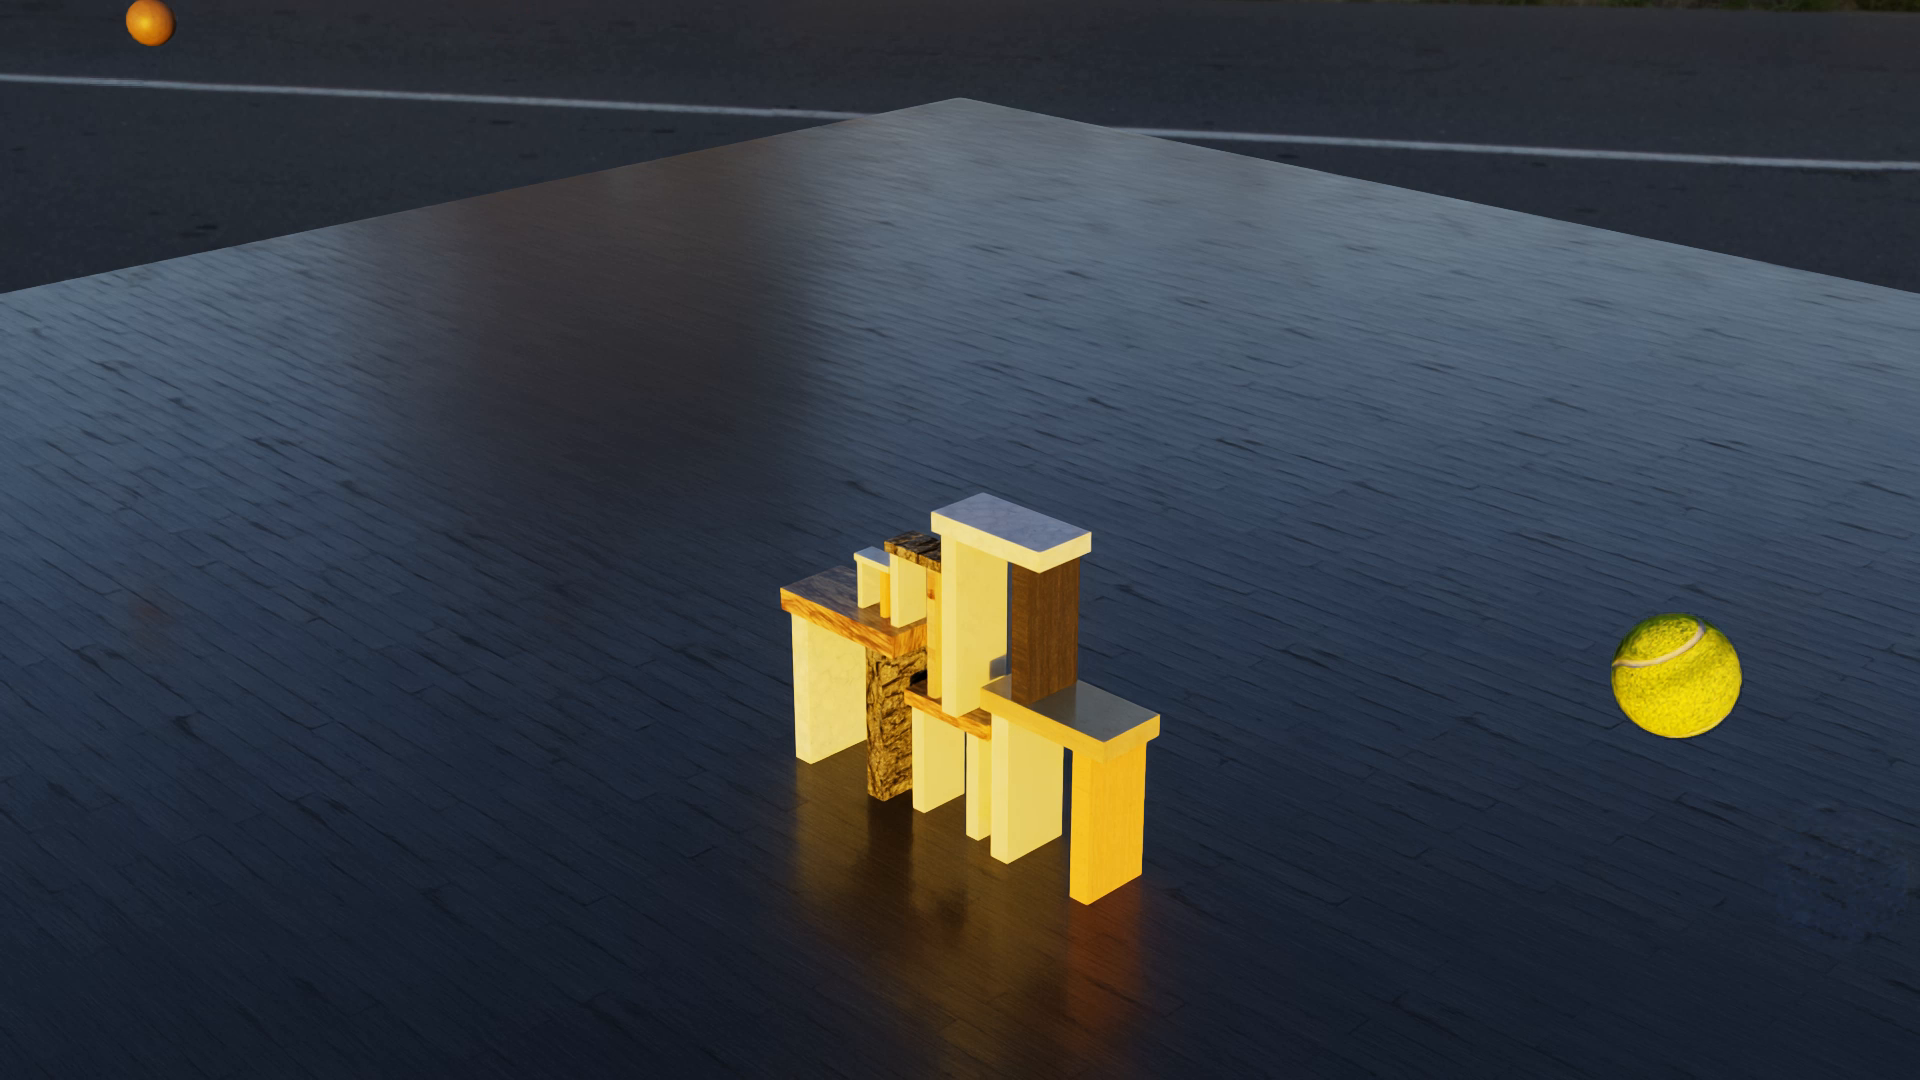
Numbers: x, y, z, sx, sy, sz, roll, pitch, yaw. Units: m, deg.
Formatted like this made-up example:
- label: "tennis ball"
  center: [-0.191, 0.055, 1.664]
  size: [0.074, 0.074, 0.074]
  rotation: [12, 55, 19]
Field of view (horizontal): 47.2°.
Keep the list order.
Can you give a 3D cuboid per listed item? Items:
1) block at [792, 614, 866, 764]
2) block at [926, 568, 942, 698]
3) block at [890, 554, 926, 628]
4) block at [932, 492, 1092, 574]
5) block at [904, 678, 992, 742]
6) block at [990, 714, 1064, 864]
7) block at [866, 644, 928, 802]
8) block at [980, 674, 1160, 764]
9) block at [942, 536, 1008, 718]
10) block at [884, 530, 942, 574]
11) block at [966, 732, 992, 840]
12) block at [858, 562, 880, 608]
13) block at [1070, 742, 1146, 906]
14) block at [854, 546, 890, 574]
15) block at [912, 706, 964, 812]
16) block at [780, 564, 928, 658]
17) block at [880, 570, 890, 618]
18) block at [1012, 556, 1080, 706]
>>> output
- label: "block"
  center: [-0.272, 0.289, 4.649]
  size: [0.048, 0.336, 0.168]
  rotation: [21, 31, 41]
- label: "block"
  center: [-0.029, 0.174, 4.325]
  size: [0.022, 0.276, 0.078]
  rotation: [21, 31, 41]
- label: "block"
  center: [-0.102, 0.090, 4.369]
  size: [0.022, 0.156, 0.078]
  rotation: [21, 31, 41]
- label: "block"
  center: [0.094, -0.016, 4.116]
  size: [0.280, 0.040, 0.140]
  rotation: [21, 31, 41]
- label: "block"
  center: [0.011, 0.327, 4.358]
  size: [0.230, 0.033, 0.115]
  rotation: [21, 31, 41]
- label: "block"
  center: [0.131, 0.458, 4.280]
  size: [0.044, 0.313, 0.157]
  rotation: [21, 31, 41]
- label: "block"
  center: [-0.114, 0.351, 4.503]
  size: [0.048, 0.336, 0.168]
  rotation: [21, 31, 41]
- label: "block"
  center: [0.205, 0.323, 4.142]
  size: [0.313, 0.044, 0.157]
  rotation: [21, 31, 41]
- label: "block"
  center: [0.028, 0.149, 4.257]
  size: [0.040, 0.374, 0.140]
  rotation: [21, 31, 41]
- label: "block"
  center: [-0.065, 0.022, 4.300]
  size: [0.156, 0.022, 0.078]
  rotation: [21, 31, 41]
- label: "block"
  center: [0.065, 0.469, 4.360]
  size: [0.033, 0.230, 0.115]
  rotation: [21, 31, 41]
- label: "block"
  center: [-0.184, 0.083, 4.454]
  size: [0.014, 0.101, 0.050]
  rotation: [21, 31, 41]
- label: "block"
  center: [0.279, 0.516, 4.144]
  size: [0.044, 0.313, 0.157]
  rotation: [21, 31, 41]
- label: "block"
  center: [-0.160, 0.040, 4.410]
  size: [0.101, 0.014, 0.050]
  rotation: [21, 31, 40]
- label: "block"
  center: [-0.043, 0.427, 4.460]
  size: [0.033, 0.230, 0.115]
  rotation: [21, 31, 41]
- label: "block"
  center: [-0.193, 0.144, 4.501]
  size: [0.336, 0.048, 0.168]
  rotation: [21, 31, 41]
- label: "block"
  center: [-0.136, 0.102, 4.410]
  size: [0.050, 0.101, 0.014]
  rotation: [-21, 31, -41]
- label: "block"
  center: [0.160, 0.157, 4.117]
  size: [0.040, 0.280, 0.140]
  rotation: [21, 31, 41]
